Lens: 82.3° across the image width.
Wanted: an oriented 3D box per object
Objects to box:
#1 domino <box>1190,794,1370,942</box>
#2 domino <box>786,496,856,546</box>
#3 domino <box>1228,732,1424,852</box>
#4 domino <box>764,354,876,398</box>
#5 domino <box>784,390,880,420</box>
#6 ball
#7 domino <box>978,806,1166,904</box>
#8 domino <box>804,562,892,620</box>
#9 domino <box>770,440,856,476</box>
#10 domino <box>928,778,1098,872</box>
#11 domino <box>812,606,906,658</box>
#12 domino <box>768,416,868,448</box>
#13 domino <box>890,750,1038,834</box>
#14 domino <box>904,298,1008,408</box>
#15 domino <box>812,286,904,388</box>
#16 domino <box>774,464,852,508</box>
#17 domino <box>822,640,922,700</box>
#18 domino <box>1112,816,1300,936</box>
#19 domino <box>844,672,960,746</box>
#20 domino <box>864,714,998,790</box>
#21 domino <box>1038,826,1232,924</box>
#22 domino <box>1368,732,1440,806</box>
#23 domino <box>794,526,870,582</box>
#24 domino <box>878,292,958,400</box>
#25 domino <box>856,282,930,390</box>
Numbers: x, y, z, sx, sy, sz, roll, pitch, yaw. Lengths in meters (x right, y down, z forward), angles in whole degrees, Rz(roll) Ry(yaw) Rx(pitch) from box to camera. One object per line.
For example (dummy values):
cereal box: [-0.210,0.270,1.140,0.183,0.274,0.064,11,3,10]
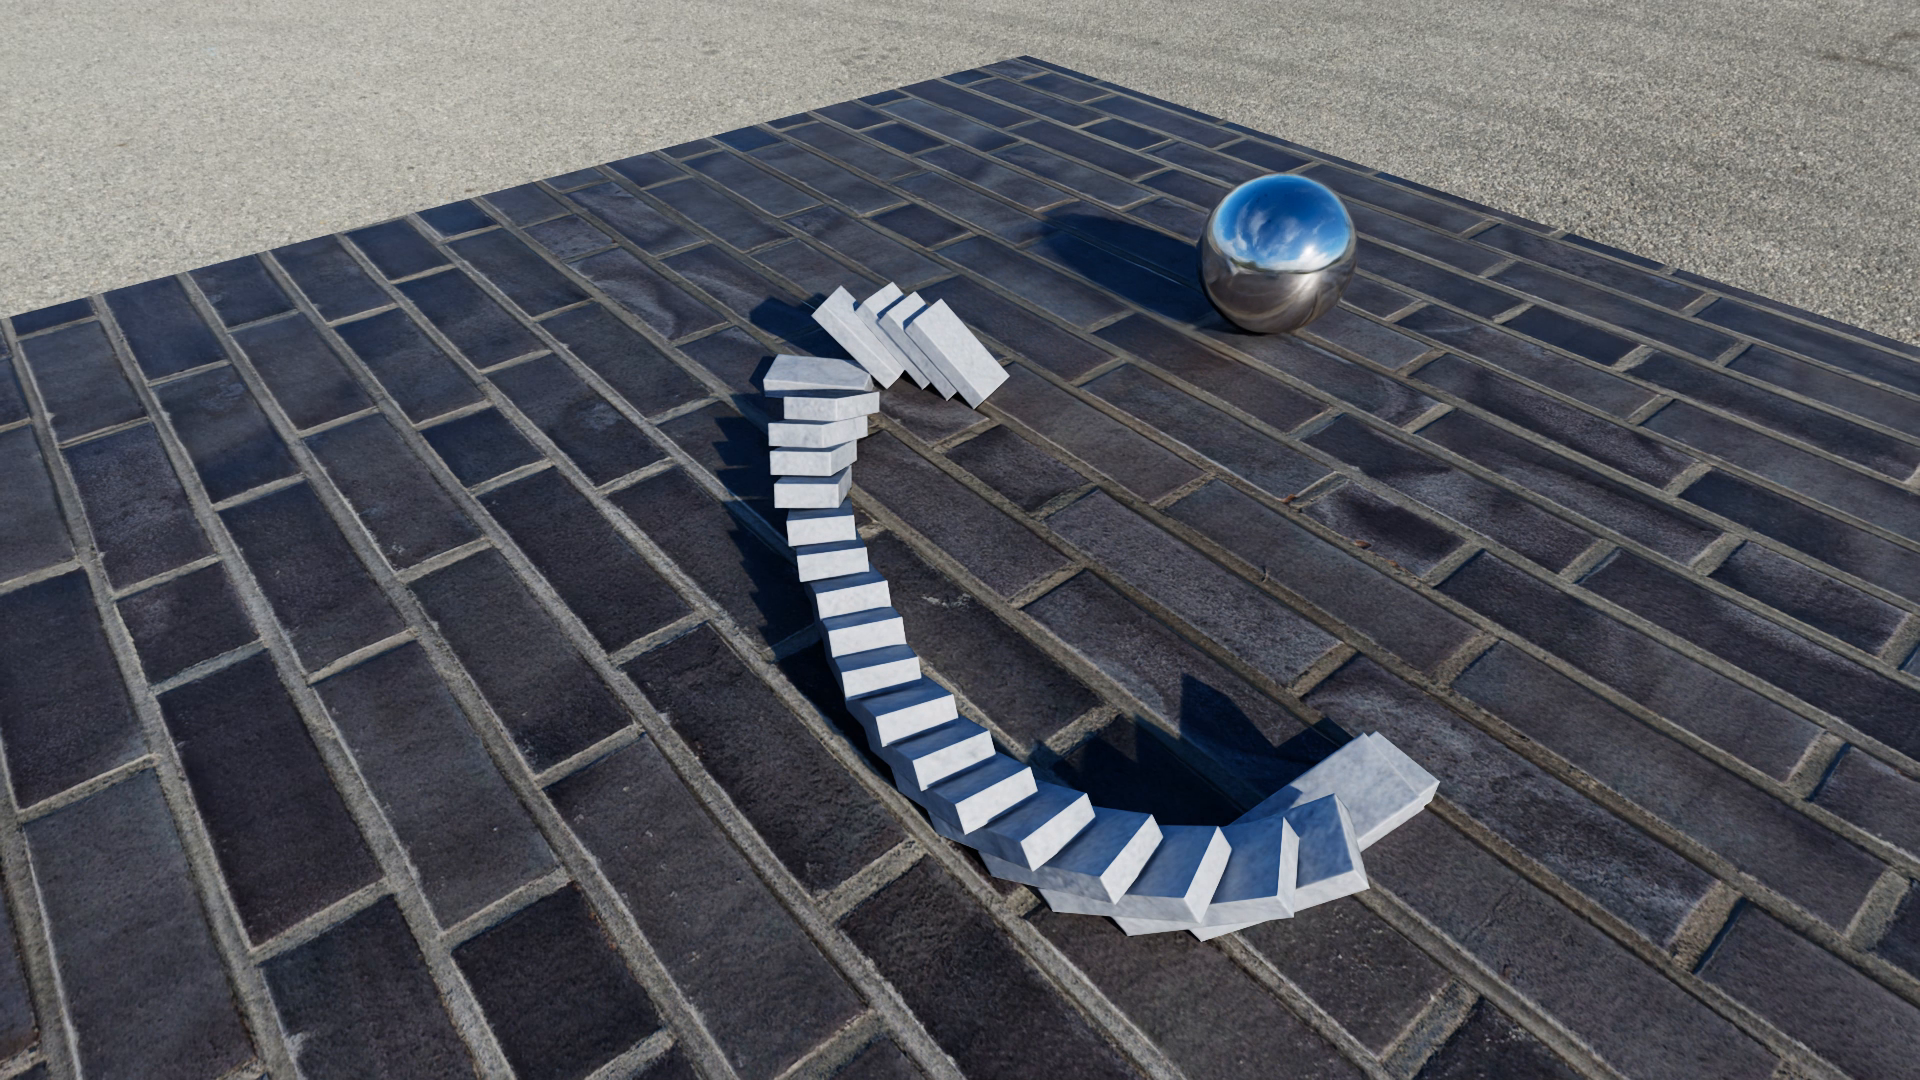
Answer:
domino: [0.086,0.092,0.309,0.050,0.009,0.025,-28,32,24]
domino: [-0.055,-0.008,0.435,0.025,0.010,0.050,-5,11,-6]
domino: [0.107,0.082,0.324,0.050,0.009,0.025,-36,49,3]
domino: [-0.068,-0.079,0.540,0.050,0.010,0.025,6,40,7]
domino: [-0.057,-0.061,0.499,0.025,0.009,0.050,4,12,17]
ball: [0.162,-0.147,0.567,0.080,0.080,0.080,0,39,0]
domino: [0.031,0.088,0.315,0.025,0.009,0.050,-39,19,-35]
domino: [-0.043,0.017,0.404,0.025,0.009,0.050,-10,11,-12]
domino: [-0.062,-0.036,0.468,0.025,0.010,0.050,2,11,7]
domino: [0.014,0.081,0.324,0.025,0.009,0.050,-28,14,-30]
domino: [-0.037,0.029,0.390,0.025,0.010,0.050,-10,11,-13]
domino: [-0.062,-0.048,0.483,0.025,0.010,0.050,4,12,16]
domino: [0.000,0.073,0.334,0.025,0.010,0.050,-22,11,-23]
domino: [-0.001,-0.090,0.530,0.050,0.010,0.025,48,48,-6]
domino: [-0.047,-0.100,0.539,0.050,0.009,0.025,44,35,-12]
domino: [-0.060,-0.023,0.454,0.025,0.010,0.050,0,13,0]
domino: [-0.031,0.041,0.376,0.025,0.009,0.050,-10,11,-12]
domino: [0.068,0.094,0.306,0.050,0.010,0.025,-21,29,34]
domino: [-0.021,0.053,0.359,0.025,0.010,0.050,-14,9,-17]
domino: [-0.011,0.063,0.346,0.025,0.009,0.050,-18,10,-20]
domino: [0.048,0.093,0.309,0.050,0.010,0.025,-13,26,43]
domino: [0.122,0.081,0.344,0.050,0.009,0.025,-23,45,-25]
domino: [-0.050,0.005,0.420,0.025,0.010,0.050,-7,11,-9]
domino: [-0.014,-0.095,0.536,0.050,0.010,0.025,48,48,-6]
domino: [-0.026,-0.101,0.543,0.050,0.010,0.025,48,48,-5]
